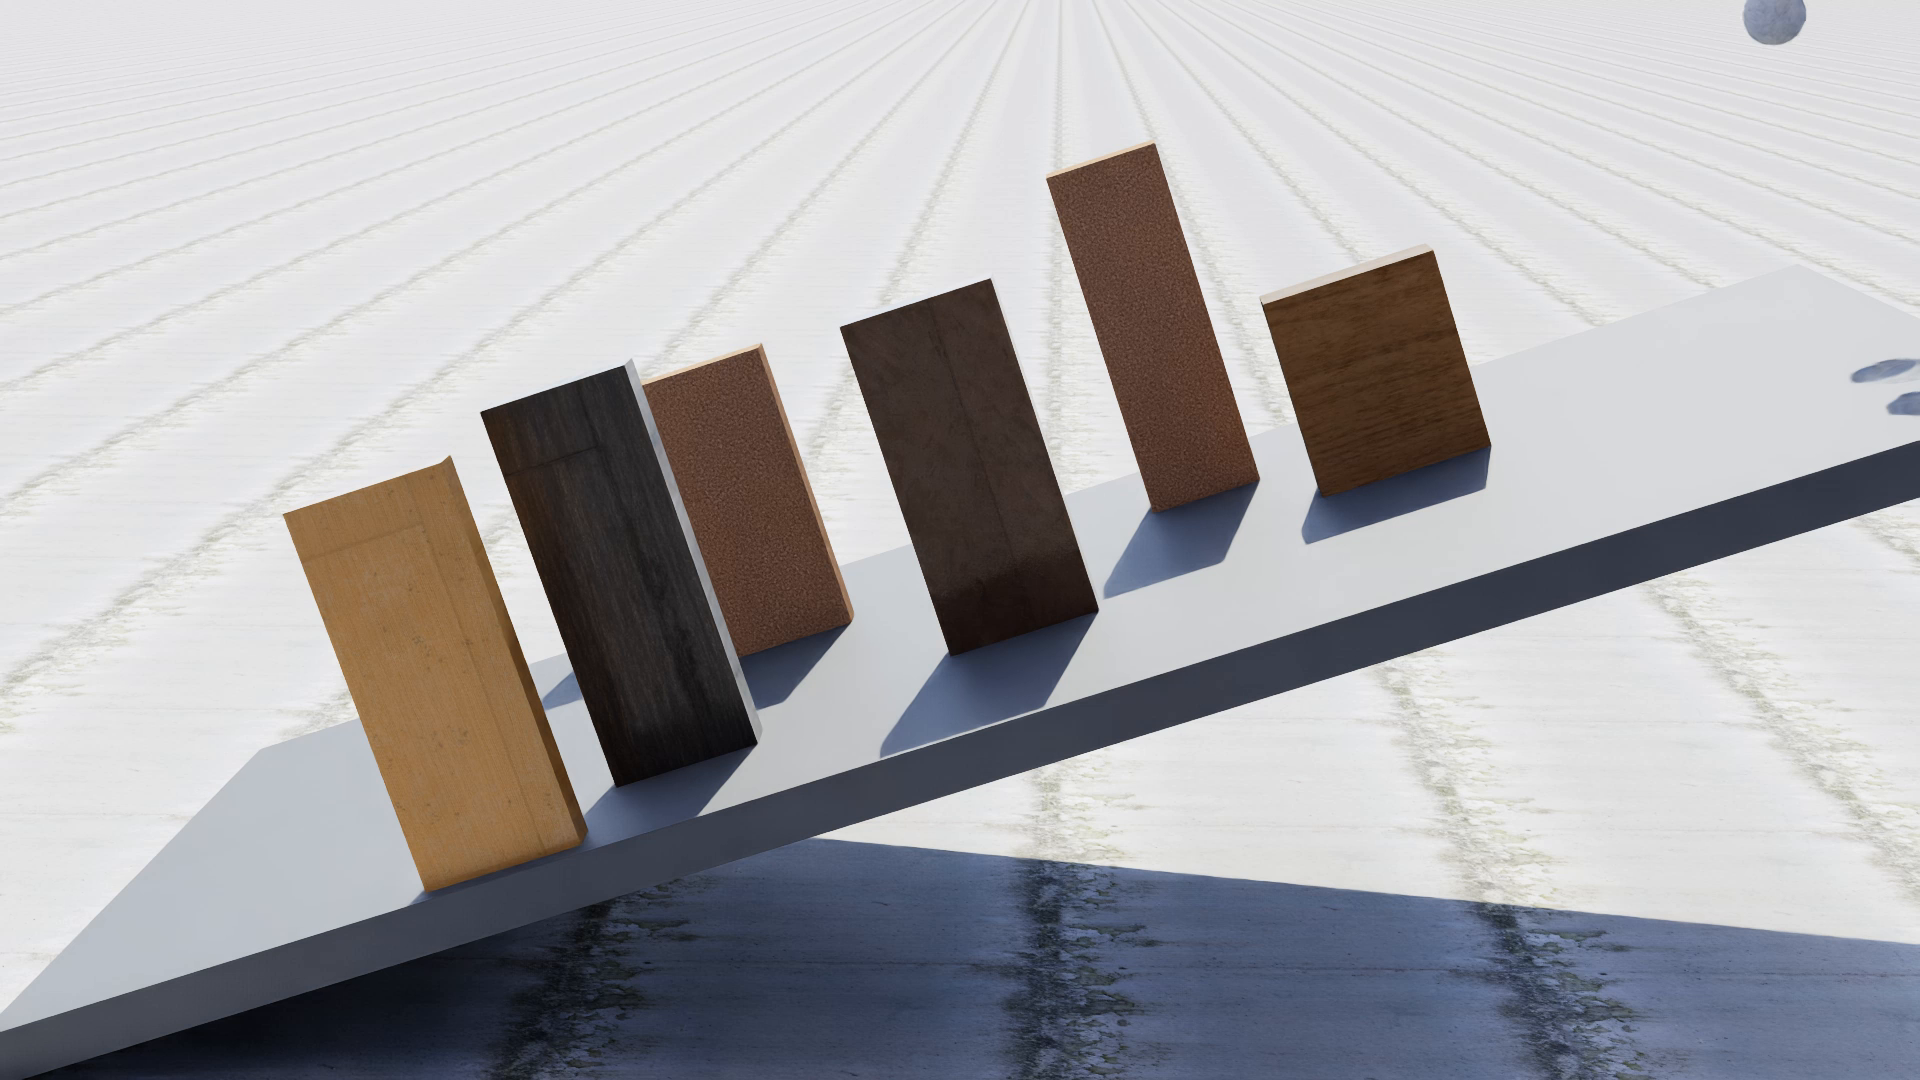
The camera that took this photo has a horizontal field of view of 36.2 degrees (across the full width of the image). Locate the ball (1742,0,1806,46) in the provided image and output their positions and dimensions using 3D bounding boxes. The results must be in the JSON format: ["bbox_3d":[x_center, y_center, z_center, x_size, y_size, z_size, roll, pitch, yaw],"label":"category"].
[{"bbox_3d":[1.717,-1.107,6.200,0.129,0.129,0.129,0,12,0],"label":"ball"}]

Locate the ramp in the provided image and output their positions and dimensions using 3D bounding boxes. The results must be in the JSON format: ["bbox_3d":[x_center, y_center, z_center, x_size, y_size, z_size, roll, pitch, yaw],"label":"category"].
[{"bbox_3d":[0.103,0.182,6.309,4.000,0.100,2.000,-17,11,5],"label":"ramp"}]

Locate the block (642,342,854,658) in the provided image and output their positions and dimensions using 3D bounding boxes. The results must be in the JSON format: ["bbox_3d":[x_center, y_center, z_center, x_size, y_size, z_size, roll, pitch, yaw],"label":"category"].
[{"bbox_3d":[-0.531,-0.070,6.614,0.395,0.653,0.090,-17,11,5],"label":"block"}]

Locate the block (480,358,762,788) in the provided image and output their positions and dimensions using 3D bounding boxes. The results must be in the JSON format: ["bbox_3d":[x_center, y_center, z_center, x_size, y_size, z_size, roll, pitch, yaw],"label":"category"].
[{"bbox_3d":[-0.658,0.066,5.765,0.297,0.789,0.103,-17,11,5],"label":"block"}]

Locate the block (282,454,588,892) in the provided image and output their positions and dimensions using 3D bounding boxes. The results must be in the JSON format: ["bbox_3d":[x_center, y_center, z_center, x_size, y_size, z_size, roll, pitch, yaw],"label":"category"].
[{"bbox_3d":[-0.965,0.250,5.439,0.308,0.756,0.088,-17,11,5],"label":"block"}]

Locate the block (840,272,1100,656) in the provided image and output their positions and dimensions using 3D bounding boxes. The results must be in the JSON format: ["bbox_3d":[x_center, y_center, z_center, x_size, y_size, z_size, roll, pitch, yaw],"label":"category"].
[{"bbox_3d":[0.023,-0.151,5.932,0.316,0.707,0.102,-17,11,5],"label":"block"}]

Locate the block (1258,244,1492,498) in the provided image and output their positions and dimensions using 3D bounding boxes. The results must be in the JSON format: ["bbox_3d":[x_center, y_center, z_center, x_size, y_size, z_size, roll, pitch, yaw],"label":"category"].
[{"bbox_3d":[0.885,-0.363,6.284,0.372,0.436,0.142,-17,11,5],"label":"block"}]

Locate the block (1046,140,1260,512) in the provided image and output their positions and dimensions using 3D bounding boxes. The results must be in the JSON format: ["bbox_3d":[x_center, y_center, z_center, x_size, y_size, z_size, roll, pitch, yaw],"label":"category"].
[{"bbox_3d":[0.439,-0.483,6.668,0.255,0.799,0.116,-17,11,5],"label":"block"}]
